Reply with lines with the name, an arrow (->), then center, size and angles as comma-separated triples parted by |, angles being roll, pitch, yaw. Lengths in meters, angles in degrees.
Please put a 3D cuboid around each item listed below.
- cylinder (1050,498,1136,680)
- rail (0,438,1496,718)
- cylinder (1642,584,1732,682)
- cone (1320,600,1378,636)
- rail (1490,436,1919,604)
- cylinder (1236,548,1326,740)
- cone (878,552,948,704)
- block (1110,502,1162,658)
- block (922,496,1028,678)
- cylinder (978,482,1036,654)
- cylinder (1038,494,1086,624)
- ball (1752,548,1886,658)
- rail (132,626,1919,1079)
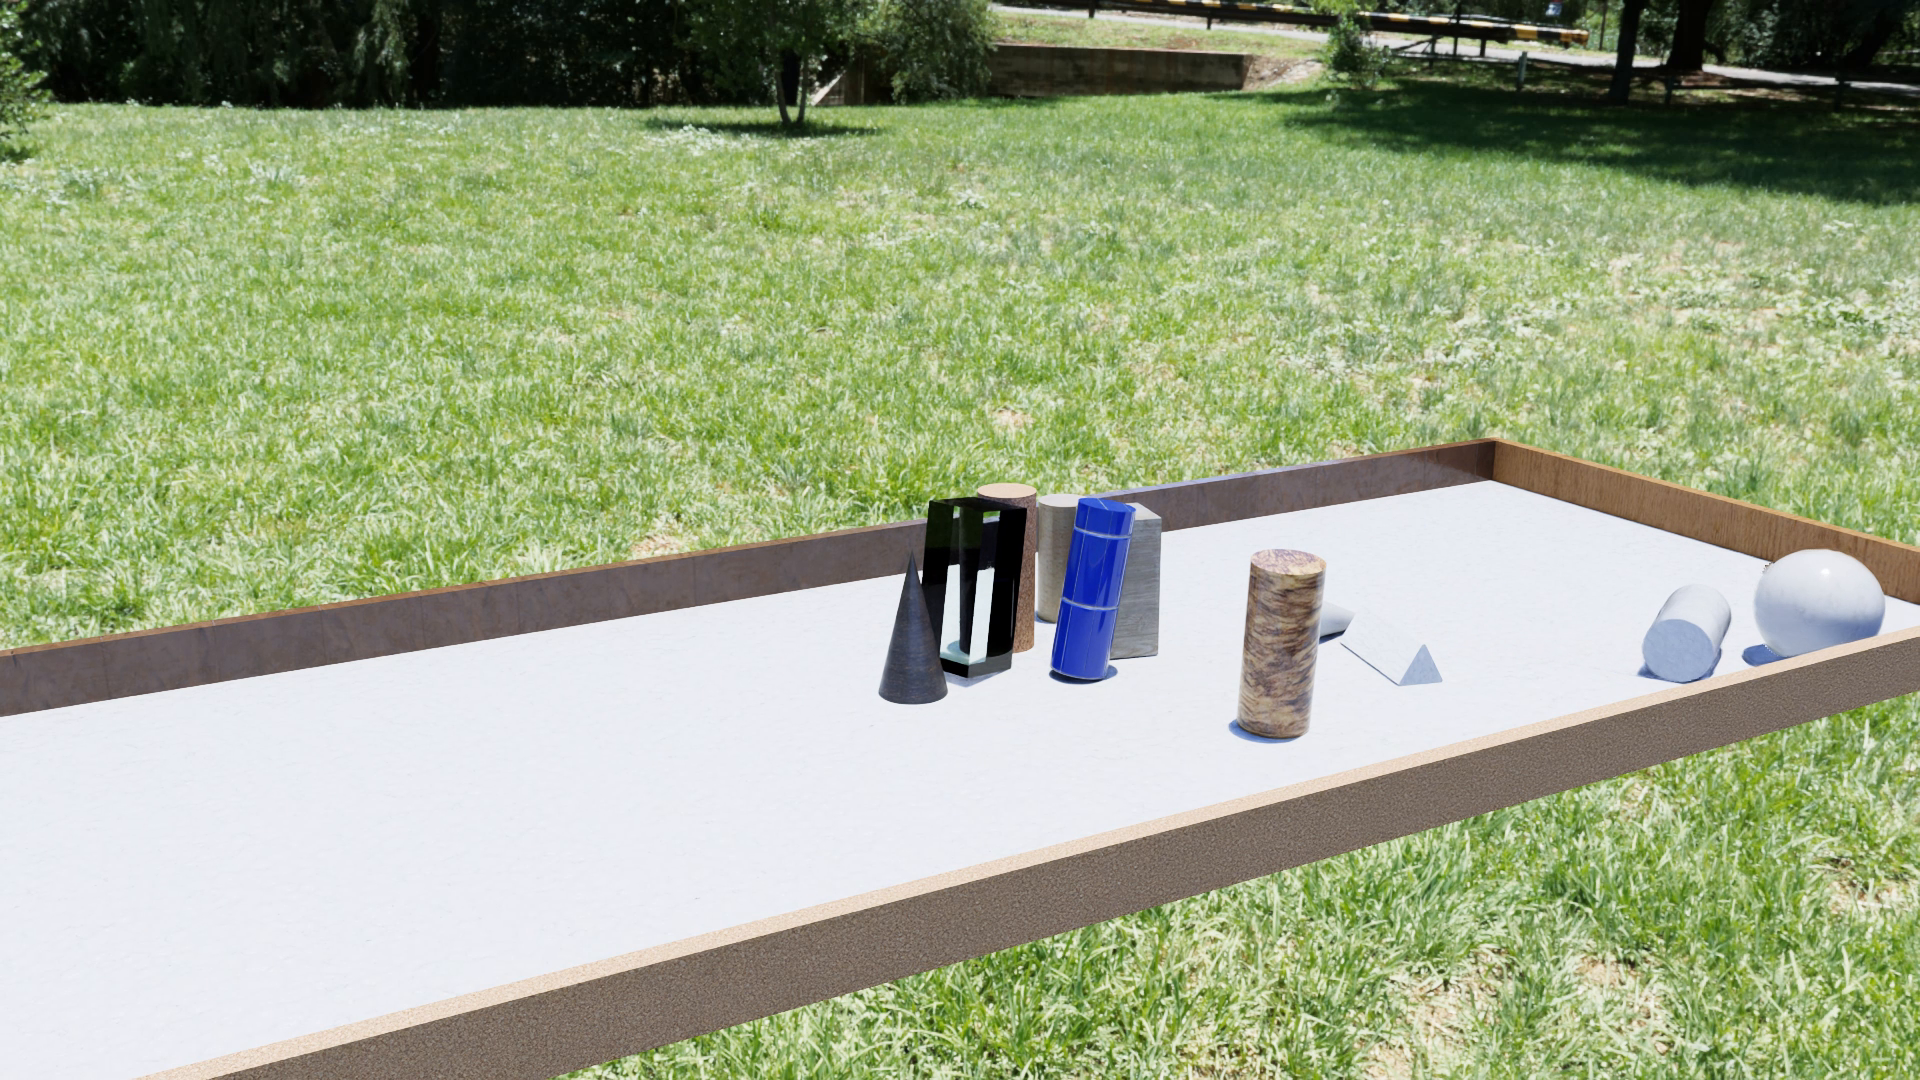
cylinder -> 0.333, 0.121, 4.143 | 0.147, 0.432, 0.147 | 9, 12, -2
rail -> -3.305, 0.497, 3.399 | 12.000, 0.150, 0.050 | -9, 18, -27
cylinder -> 1.877, 0.237, 4.254 | 0.167, 0.167, 0.330 | 10, 19, 30
cone -> 1.011, 0.215, 4.486 | 0.363, 0.160, 0.160 | 4, 12, -33
rail -> 2.466, -0.048, 5.253 | 0.050, 0.150, 2.100 | -9, 18, -27
cylinder -> 0.740, 0.239, 3.807 | 0.171, 0.404, 0.171 | 1, 19, 0
cone -> -0.116, 0.197, 4.026 | 0.174, 0.370, 0.174 | 0, 16, 0
block -> 0.412, 0.107, 4.331 | 0.174, 0.368, 0.174 | -4, 15, -14
block -> 0.027, 0.116, 4.180 | 0.177, 0.419, 0.177 | 13, 12, 38
cylinder -> 0.122, 0.074, 4.350 | 0.154, 0.424, 0.154 | 0, 16, 0
cylinder -> 0.287, 0.052, 4.583 | 0.141, 0.336, 0.141 | 0, 16, 0
ball -> 2.198, 0.173, 4.226 | 0.304, 0.304, 0.304 | 0, 16, 0
rail -> -2.336, 1.006, 1.665 | 12.000, 0.150, 0.050 | -9, 18, -27
